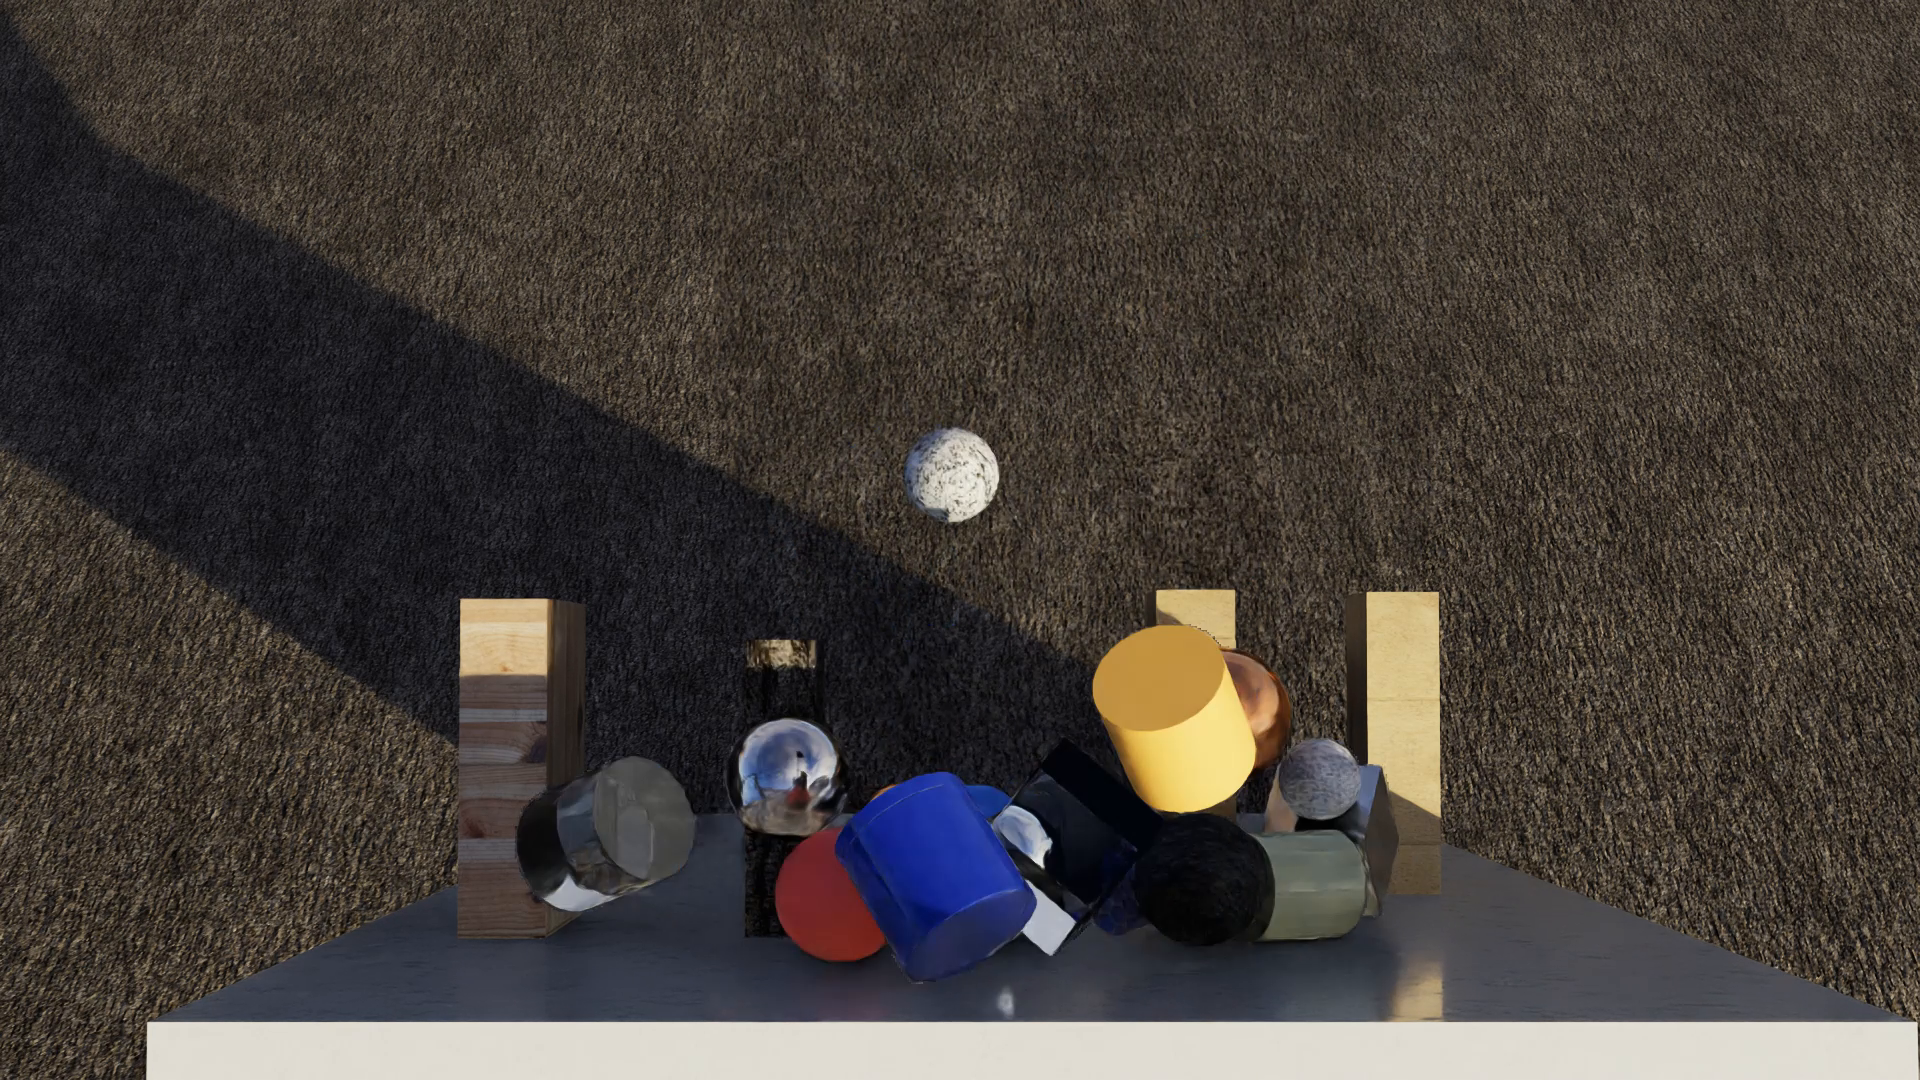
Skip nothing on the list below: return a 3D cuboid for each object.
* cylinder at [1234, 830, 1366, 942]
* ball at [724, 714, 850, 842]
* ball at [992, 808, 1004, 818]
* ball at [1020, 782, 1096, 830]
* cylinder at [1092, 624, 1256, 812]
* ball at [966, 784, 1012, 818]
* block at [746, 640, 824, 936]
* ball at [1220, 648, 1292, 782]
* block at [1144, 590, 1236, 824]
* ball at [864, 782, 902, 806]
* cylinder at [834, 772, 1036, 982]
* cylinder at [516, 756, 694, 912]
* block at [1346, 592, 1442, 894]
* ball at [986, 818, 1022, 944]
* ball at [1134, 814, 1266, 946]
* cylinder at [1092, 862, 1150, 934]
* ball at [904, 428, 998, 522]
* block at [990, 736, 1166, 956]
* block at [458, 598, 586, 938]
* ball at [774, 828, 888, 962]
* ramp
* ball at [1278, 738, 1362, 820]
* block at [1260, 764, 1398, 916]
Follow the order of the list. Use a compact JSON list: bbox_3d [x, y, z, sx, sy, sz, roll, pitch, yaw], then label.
[{"bbox_3d":[0.481,0.504,3.800,0.158,0.158,0.158,1,34,-27],"label":"cylinder"},{"bbox_3d":[-0.249,0.344,3.764,0.182,0.182,0.182,0,37,0],"label":"ball"},{"bbox_3d":[0.120,0.492,3.958,0.199,0.199,0.199,0,37,0],"label":"ball"},{"bbox_3d":[0.184,0.560,5.116,0.168,0.168,0.168,0,37,0],"label":"ball"},{"bbox_3d":[0.246,0.204,2.977,0.153,0.153,0.153,-13,45,13],"label":"cylinder"},{"bbox_3d":[0.034,0.549,4.921,0.173,0.173,0.173,0,37,0],"label":"ball"},{"bbox_3d":[-0.266,0.373,3.981,0.103,0.438,0.254,0,-3,0],"label":"block"},{"bbox_3d":[0.403,0.271,3.989,0.210,0.210,0.210,0,37,0],"label":"ball"},{"bbox_3d":[0.376,0.345,4.268,0.125,0.520,0.273,0,-3,0],"label":"block"},{"bbox_3d":[-0.126,0.576,5.340,0.156,0.156,0.156,0,37,0],"label":"ball"},{"bbox_3d":[-0.032,0.427,3.300,0.188,0.188,0.188,-20,58,-24],"label":"cylinder"},{"bbox_3d":[-0.494,0.410,3.621,0.176,0.176,0.176,-26,19,40],"label":"cylinder"},{"bbox_3d":[0.776,0.360,4.669,0.126,0.527,0.243,0,-3,0],"label":"block"},{"bbox_3d":[0.035,0.488,3.713,0.183,0.183,0.183,0,37,0],"label":"ball"},{"bbox_3d":[0.341,0.482,3.697,0.187,0.187,0.187,0,37,0],"label":"ball"},{"bbox_3d":[0.258,0.515,3.832,0.107,0.107,0.107,-13,36,-41],"label":"cylinder"},{"bbox_3d":[-0.011,-0.084,3.363,0.123,0.123,0.123,0,37,0],"label":"ball"},{"bbox_3d":[0.134,0.421,3.565,0.179,0.179,0.179,40,57,4],"label":"block"},{"bbox_3d":[-0.673,0.345,4.024,0.129,0.498,0.393,0,-3,0],"label":"block"},{"bbox_3d":[-0.161,0.481,3.530,0.181,0.181,0.181,0,37,0],"label":"ball"},{"bbox_3d":[0.082,0.686,4.936,2.000,0.100,4.000,0,-3,0],"label":"ramp"},{"bbox_3d":[0.564,0.376,4.079,0.129,0.129,0.129,0,37,0],"label":"ball"},{"bbox_3d":[0.593,0.481,4.182,0.170,0.170,0.170,-1,40,23],"label":"block"}]
